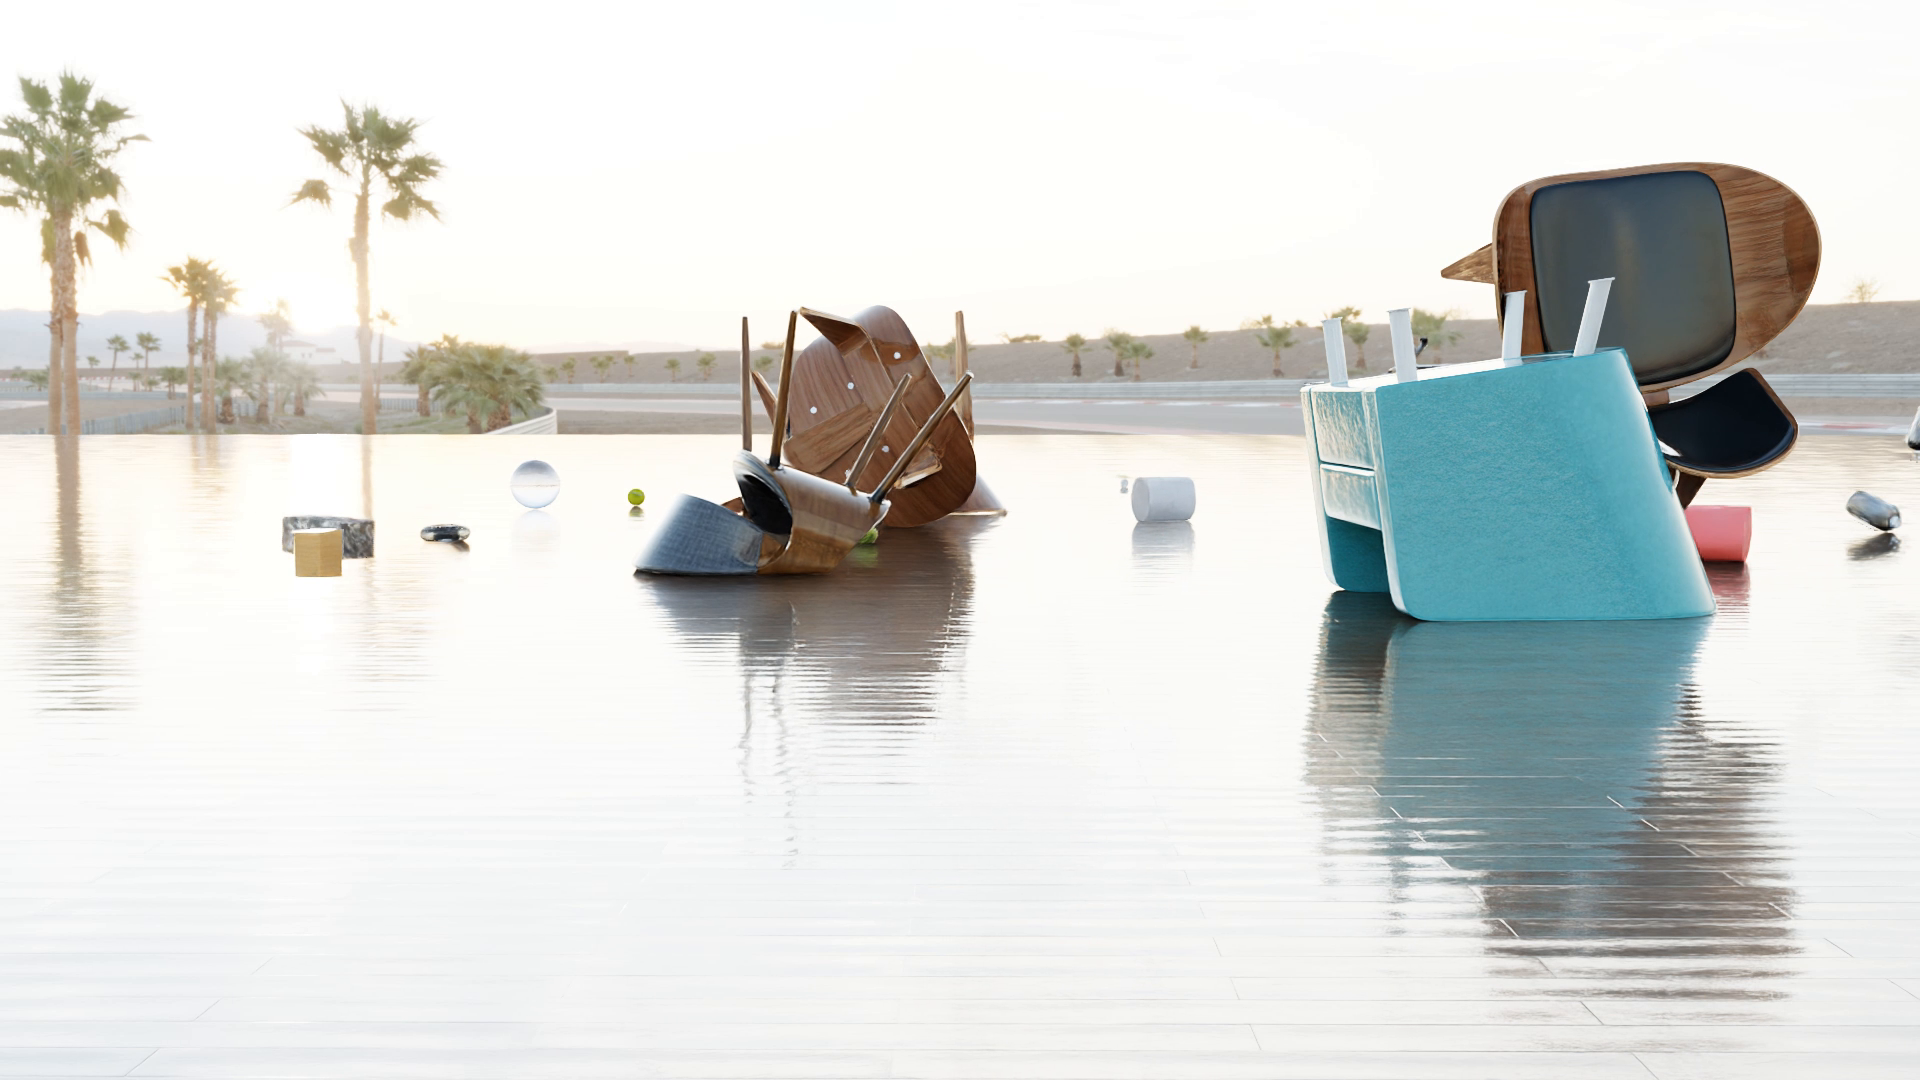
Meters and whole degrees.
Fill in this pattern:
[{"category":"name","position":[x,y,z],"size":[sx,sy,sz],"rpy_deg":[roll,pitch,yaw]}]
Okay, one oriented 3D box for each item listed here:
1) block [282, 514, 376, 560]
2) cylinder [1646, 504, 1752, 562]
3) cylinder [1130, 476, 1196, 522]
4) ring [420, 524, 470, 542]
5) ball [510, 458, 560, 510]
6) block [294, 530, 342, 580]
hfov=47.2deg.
[{"category":"block","position":[-1.682,-0.009,5.861],"size":[0.209,0.099,0.127],"rpy_deg":[6,6,28]},{"category":"cylinder","position":[1.950,-0.020,5.800],"size":[0.241,0.129,0.252],"rpy_deg":[2,20,25]},{"category":"cylinder","position":[0.693,-0.142,7.491],"size":[0.175,0.155,0.150],"rpy_deg":[-2,9,-22]},{"category":"ring","position":[-1.522,-0.021,6.505],"size":[0.144,0.049,0.159],"rpy_deg":[1,5,18]},{"category":"ball","position":[-1.586,-0.209,8.216],"size":[0.188,0.188,0.188],"rpy_deg":[0,4,0]},{"category":"block","position":[-1.530,0.033,5.244],"size":[0.069,0.111,0.094],"rpy_deg":[1,4,16]}]
